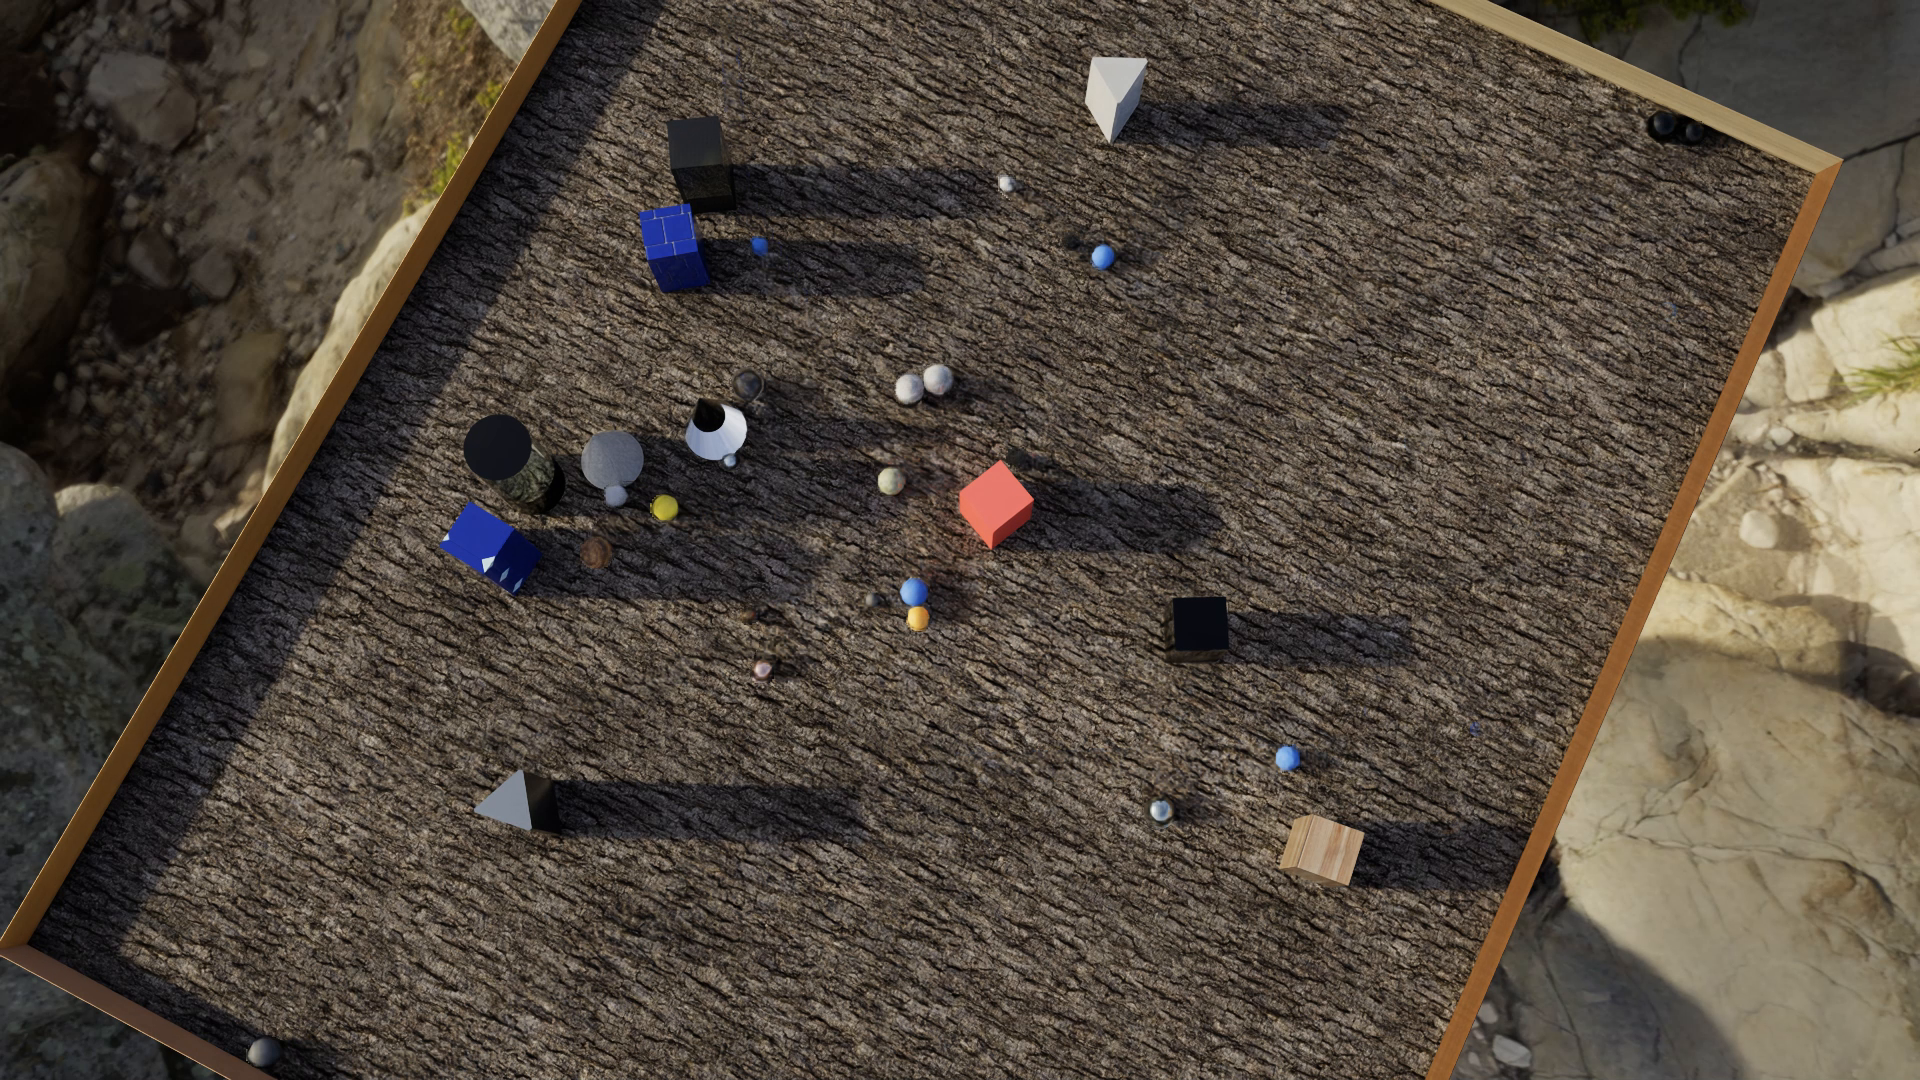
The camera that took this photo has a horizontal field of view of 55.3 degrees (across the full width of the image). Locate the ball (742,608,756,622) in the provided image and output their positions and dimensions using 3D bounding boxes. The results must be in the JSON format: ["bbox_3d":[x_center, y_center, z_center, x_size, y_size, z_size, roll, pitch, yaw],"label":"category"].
[{"bbox_3d":[-0.641,0.228,5.549,0.040,0.040,0.040,0,78,0],"label":"ball"}]

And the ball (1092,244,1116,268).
[{"bbox_3d":[0.451,-0.892,5.764,0.073,0.073,0.073,0,78,0],"label":"ball"}]

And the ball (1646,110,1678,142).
[{"bbox_3d":[2.238,-1.320,5.840,0.097,0.097,0.097,0,78,0],"label":"ball"}]

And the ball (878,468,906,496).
[{"bbox_3d":[-0.210,-0.180,5.610,0.086,0.086,0.086,0,78,0],"label":"ball"}]

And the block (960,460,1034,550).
[{"bbox_3d":[0.108,-0.103,5.506,0.155,0.258,0.155,-38,81,-7],"label":"block"}]

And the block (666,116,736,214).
[{"bbox_3d":[-0.796,-1.156,5.672,0.155,0.360,0.155,-6,78,-1],"label":"block"}]

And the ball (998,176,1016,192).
[{"bbox_3d":[0.150,-1.131,5.824,0.052,0.052,0.052,0,78,0],"label":"ball"}]

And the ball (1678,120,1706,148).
[{"bbox_3d":[2.334,-1.295,5.843,0.081,0.081,0.081,0,78,0],"label":"ball"}]

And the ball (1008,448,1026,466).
[{"bbox_3d":[0.177,-0.253,5.640,0.056,0.056,0.056,0,78,0],"label":"ball"}]

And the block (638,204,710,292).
[{"bbox_3d":[-0.877,-0.897,5.653,0.155,0.293,0.155,-11,79,-2],"label":"block"}]

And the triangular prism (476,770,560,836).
[{"bbox_3d":[-1.241,0.745,5.263,0.168,0.390,0.146,18,79,4],"label":"triangular prism"}]

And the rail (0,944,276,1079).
[{"bbox_3d":[-1.027,2.017,5.134,3.869,0.126,0.045,26,80,5],"label":"rail"}]

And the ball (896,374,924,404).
[{"bbox_3d":[-0.155,-0.468,5.667,0.090,0.090,0.090,0,78,0],"label":"ball"}]

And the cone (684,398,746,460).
[{"bbox_3d":[-0.759,-0.379,5.512,0.194,0.358,0.194,0,78,0],"label":"cone"}]

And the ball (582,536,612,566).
[{"bbox_3d":[-1.102,0.035,5.562,0.092,0.092,0.092,0,78,0],"label":"ball"}]

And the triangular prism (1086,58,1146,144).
[{"bbox_3d":[0.467,-1.409,5.756,0.146,0.299,0.168,31,80,6],"label":"triangular prism"}]

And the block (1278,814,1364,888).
[{"bbox_3d":[1.041,0.899,5.288,0.155,0.279,0.155,19,79,4],"label":"block"}]

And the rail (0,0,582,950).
[{"bbox_3d":[-1.709,-0.830,5.723,0.045,0.126,4.639,26,80,5],"label":"rail"}]

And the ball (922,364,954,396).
[{"bbox_3d":[-0.068,-0.496,5.671,0.095,0.095,0.095,0,78,0],"label":"ball"}]

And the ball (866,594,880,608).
[{"bbox_3d":[-0.265,0.183,5.557,0.042,0.042,0.042,0,78,0],"label":"ball"}]

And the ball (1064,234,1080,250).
[{"bbox_3d":[0.353,-0.941,5.784,0.054,0.054,0.054,0,78,0],"label":"ball"}]

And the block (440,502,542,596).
[{"bbox_3d":[-1.381,0.031,5.419,0.155,0.374,0.155,31,80,6],"label":"block"}]

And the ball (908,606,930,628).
[{"bbox_3d":[-0.126,0.234,5.533,0.068,0.068,0.068,0,78,0],"label":"ball"}]

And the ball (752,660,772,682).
[{"bbox_3d":[-0.594,0.392,5.503,0.063,0.063,0.063,0,78,0],"label":"ball"}]

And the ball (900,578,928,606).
[{"bbox_3d":[-0.137,0.157,5.541,0.085,0.085,0.085,0,78,0],"label":"ball"}]

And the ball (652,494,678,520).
[{"bbox_3d":[-0.899,-0.098,5.596,0.079,0.079,0.079,0,78,0],"label":"ball"}]

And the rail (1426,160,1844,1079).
[{"bbox_3d":[1.709,0.843,5.377,0.045,0.126,4.639,26,80,5],"label":"rail"}]

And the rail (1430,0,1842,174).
[{"bbox_3d":[1.027,-2.004,5.966,3.869,0.126,0.045,26,80,5],"label":"rail"}]

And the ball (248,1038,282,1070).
[{"bbox_3d":[-1.998,1.475,5.265,0.090,0.090,0.090,0,78,0],"label":"ball"}]

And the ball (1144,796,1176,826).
[{"bbox_3d":[0.590,0.798,5.406,0.090,0.090,0.090,0,78,0],"label":"ball"}]

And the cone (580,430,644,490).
[{"bbox_3d":[-1.075,-0.278,5.521,0.194,0.300,0.194,0,78,0],"label":"cone"}]

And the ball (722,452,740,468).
[{"bbox_3d":[-0.705,-0.244,5.642,0.050,0.050,0.050,0,78,0],"label":"ball"}]

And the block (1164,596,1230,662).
[{"bbox_3d":[0.697,0.268,5.430,0.155,0.256,0.155,-2,78,0],"label":"block"}]

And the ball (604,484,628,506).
[{"bbox_3d":[-1.053,-0.136,5.610,0.068,0.068,0.068,0,78,0],"label":"ball"}]

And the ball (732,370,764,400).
[{"bbox_3d":[-0.655,-0.480,5.666,0.097,0.097,0.097,0,78,0],"label":"ball"}]

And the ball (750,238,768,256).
[{"bbox_3d":[-0.632,-0.925,5.779,0.057,0.057,0.057,0,78,0],"label":"ball"}]

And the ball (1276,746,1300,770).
[{"bbox_3d":[0.973,0.649,5.445,0.073,0.073,0.073,0,78,0],"label":"ball"}]

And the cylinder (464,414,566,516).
[{"bbox_3d":[-1.314,-0.218,5.429,0.194,0.455,0.194,0,78,0],"label":"cylinder"}]
